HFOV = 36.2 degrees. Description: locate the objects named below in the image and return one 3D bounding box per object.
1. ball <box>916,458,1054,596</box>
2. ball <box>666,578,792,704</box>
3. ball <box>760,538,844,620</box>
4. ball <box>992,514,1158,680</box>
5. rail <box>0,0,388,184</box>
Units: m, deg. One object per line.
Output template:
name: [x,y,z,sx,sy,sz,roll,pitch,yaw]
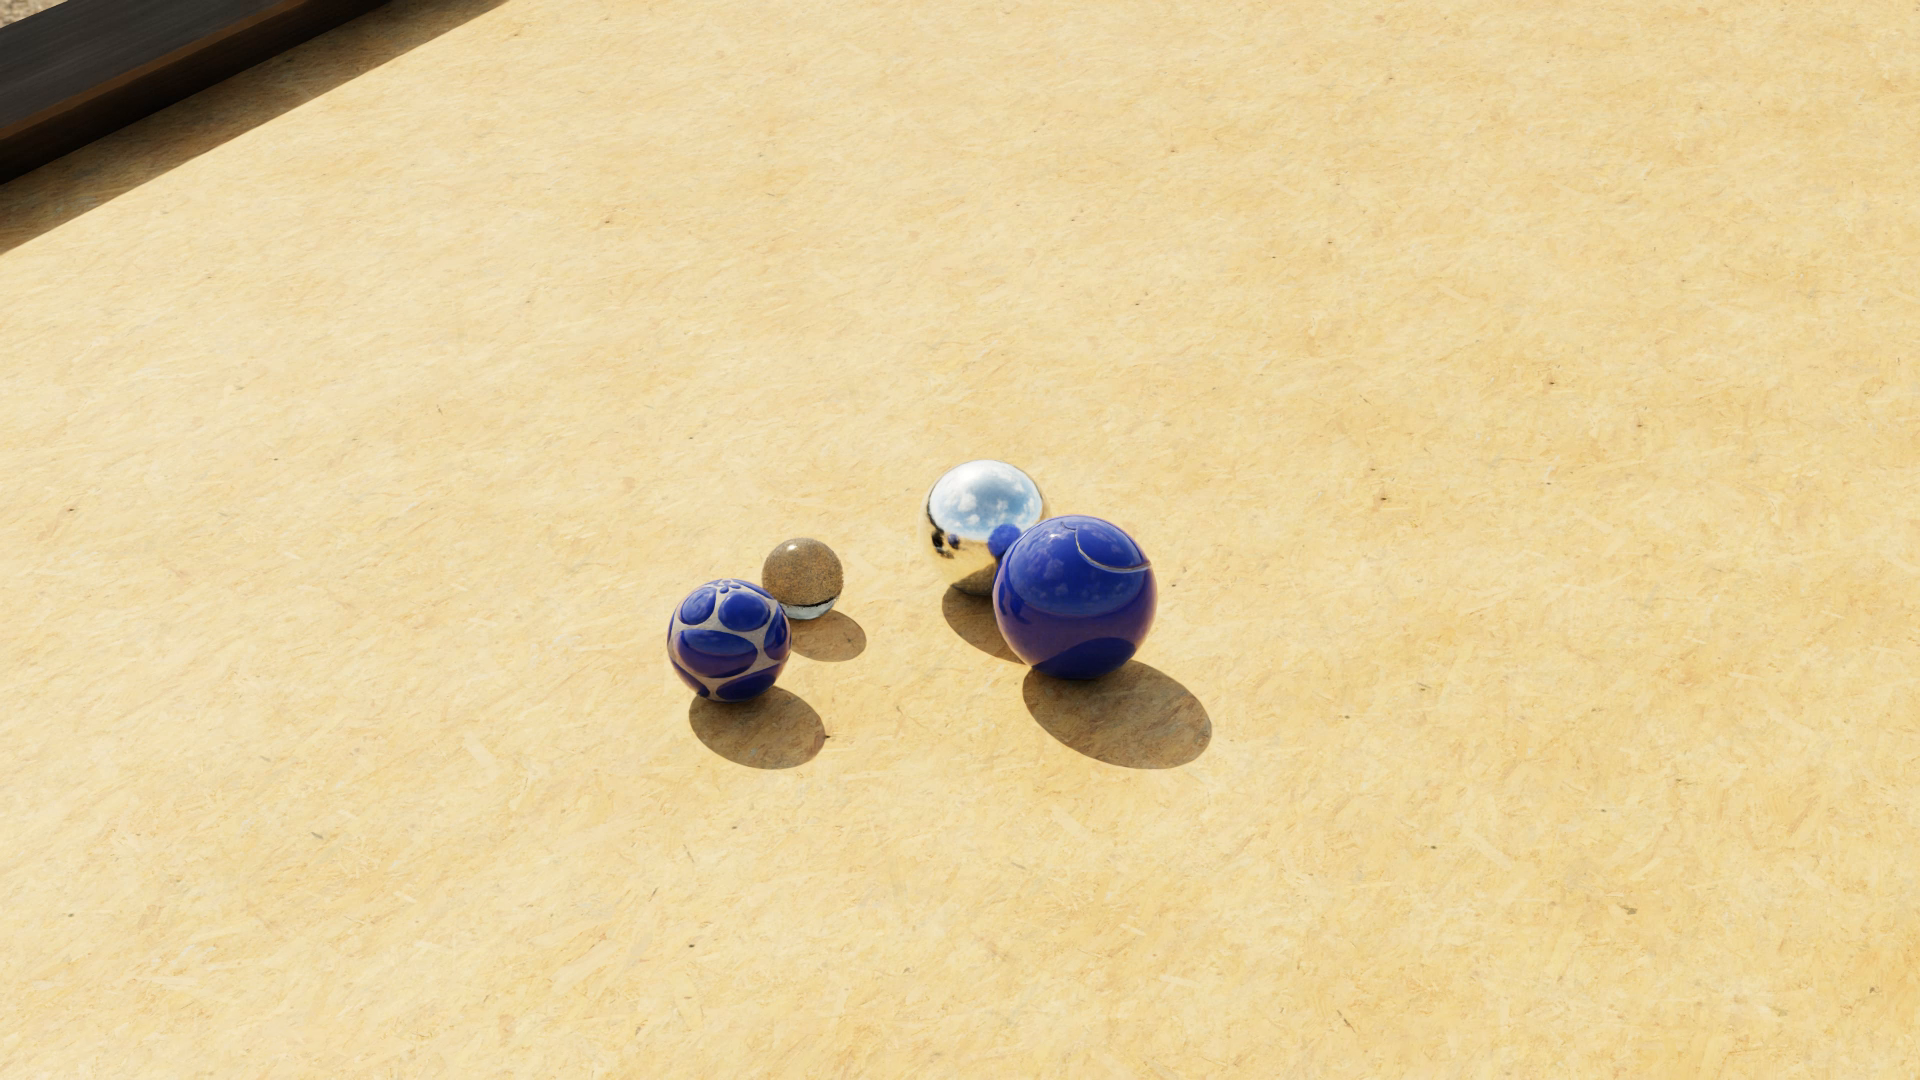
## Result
ball: [0.015,-0.008,1.727,0.081,0.081,0.081,0,27,0]
ball: [-0.127,0.055,1.619,0.069,0.069,0.069,0,27,0]
ball: [-0.091,0.022,1.705,0.048,0.048,0.048,0,27,0]
ball: [0.064,0.032,1.639,0.093,0.093,0.093,0,27,0]
rail: [-0.489,-0.591,2.810,0.045,0.120,3.689,12,30,22]
